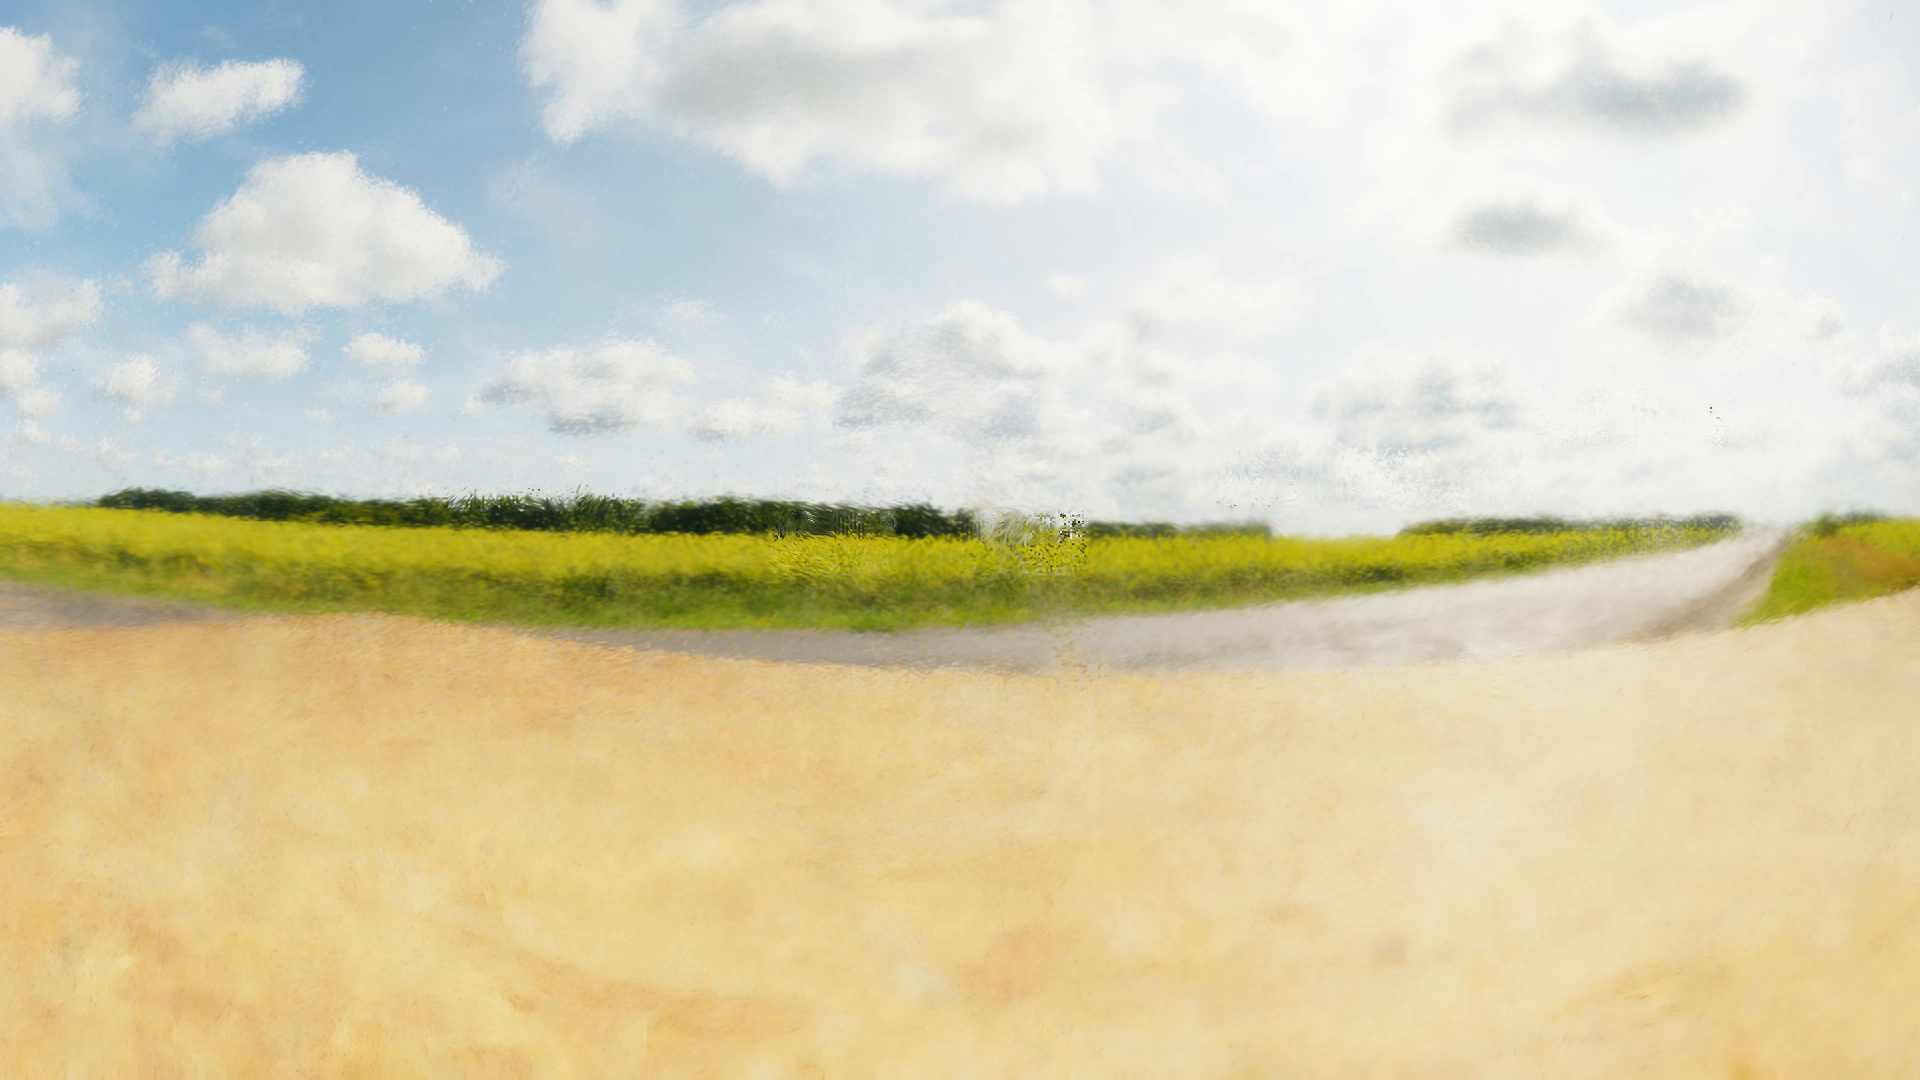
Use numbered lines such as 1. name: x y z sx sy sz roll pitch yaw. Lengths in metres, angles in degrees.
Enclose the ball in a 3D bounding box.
1. ball: 0.000 -0.002 0.056 0.080 0.080 0.080 0 4 0
